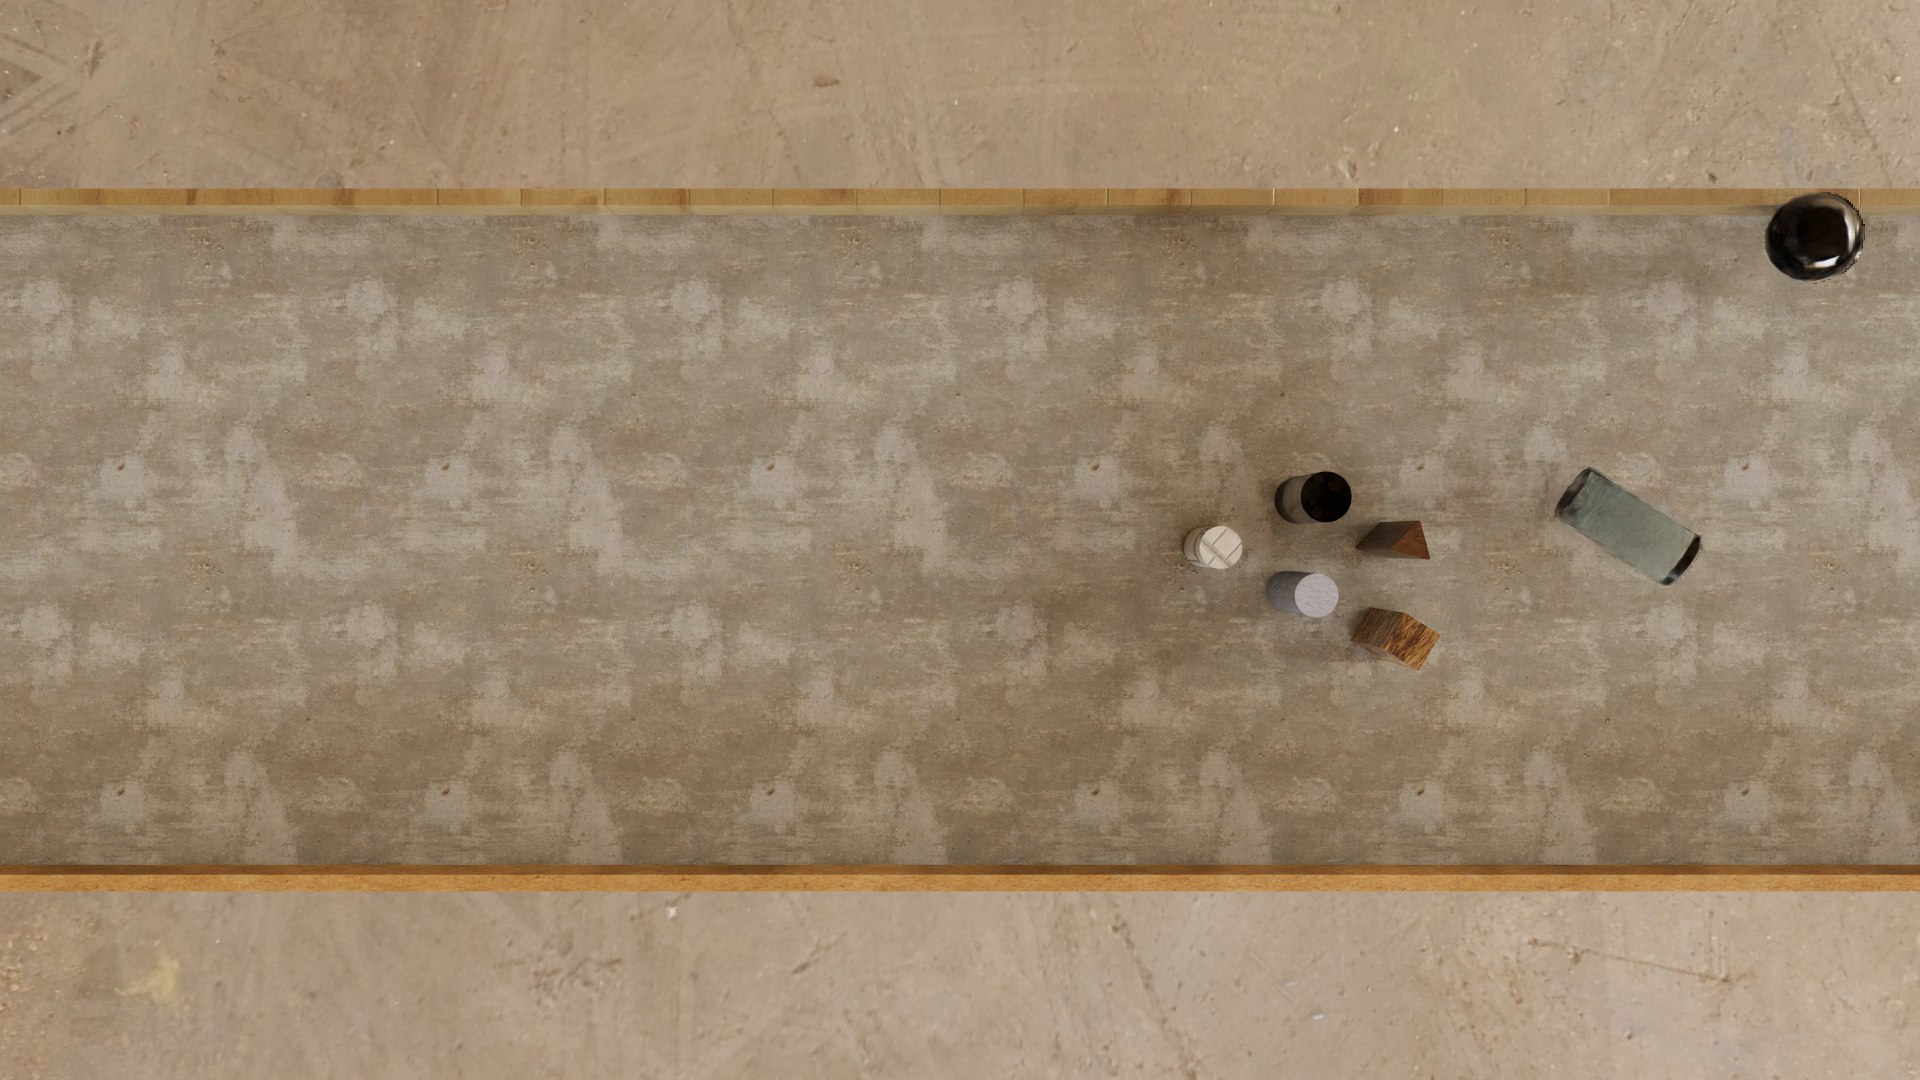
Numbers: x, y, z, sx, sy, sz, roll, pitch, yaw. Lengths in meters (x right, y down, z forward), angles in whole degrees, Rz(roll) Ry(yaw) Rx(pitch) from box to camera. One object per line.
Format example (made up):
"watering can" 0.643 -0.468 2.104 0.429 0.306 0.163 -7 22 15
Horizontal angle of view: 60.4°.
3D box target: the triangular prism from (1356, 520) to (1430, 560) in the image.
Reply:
"triangular prism" 1.285 -0.008 4.867 0.113 0.419 0.098 15 90 0

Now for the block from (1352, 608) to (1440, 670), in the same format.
"block" 1.284 0.289 4.881 0.120 0.390 0.120 32 90 0

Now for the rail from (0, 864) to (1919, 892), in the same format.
"rail" -2.247 1.025 5.001 12.000 0.150 0.050 0 90 0

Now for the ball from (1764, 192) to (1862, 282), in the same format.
"ball" 2.512 -0.892 4.858 0.256 0.256 0.256 0 90 0

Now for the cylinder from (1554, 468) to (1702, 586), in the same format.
"cylinder" 2.010 -0.040 4.971 0.381 0.179 0.179 33 90 5

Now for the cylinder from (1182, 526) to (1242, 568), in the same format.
"cylinder" 0.747 0.022 4.899 0.122 0.356 0.122 0 90 0

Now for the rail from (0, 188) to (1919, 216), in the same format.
"rail" -2.247 -1.025 5.002 12.000 0.150 0.050 0 90 0

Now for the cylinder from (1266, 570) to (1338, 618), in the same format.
"cylinder" 1.005 0.157 4.862 0.124 0.429 0.124 0 90 0

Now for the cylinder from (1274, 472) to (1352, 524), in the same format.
"cylinder" 1.041 -0.123 4.884 0.146 0.385 0.146 0 90 0
